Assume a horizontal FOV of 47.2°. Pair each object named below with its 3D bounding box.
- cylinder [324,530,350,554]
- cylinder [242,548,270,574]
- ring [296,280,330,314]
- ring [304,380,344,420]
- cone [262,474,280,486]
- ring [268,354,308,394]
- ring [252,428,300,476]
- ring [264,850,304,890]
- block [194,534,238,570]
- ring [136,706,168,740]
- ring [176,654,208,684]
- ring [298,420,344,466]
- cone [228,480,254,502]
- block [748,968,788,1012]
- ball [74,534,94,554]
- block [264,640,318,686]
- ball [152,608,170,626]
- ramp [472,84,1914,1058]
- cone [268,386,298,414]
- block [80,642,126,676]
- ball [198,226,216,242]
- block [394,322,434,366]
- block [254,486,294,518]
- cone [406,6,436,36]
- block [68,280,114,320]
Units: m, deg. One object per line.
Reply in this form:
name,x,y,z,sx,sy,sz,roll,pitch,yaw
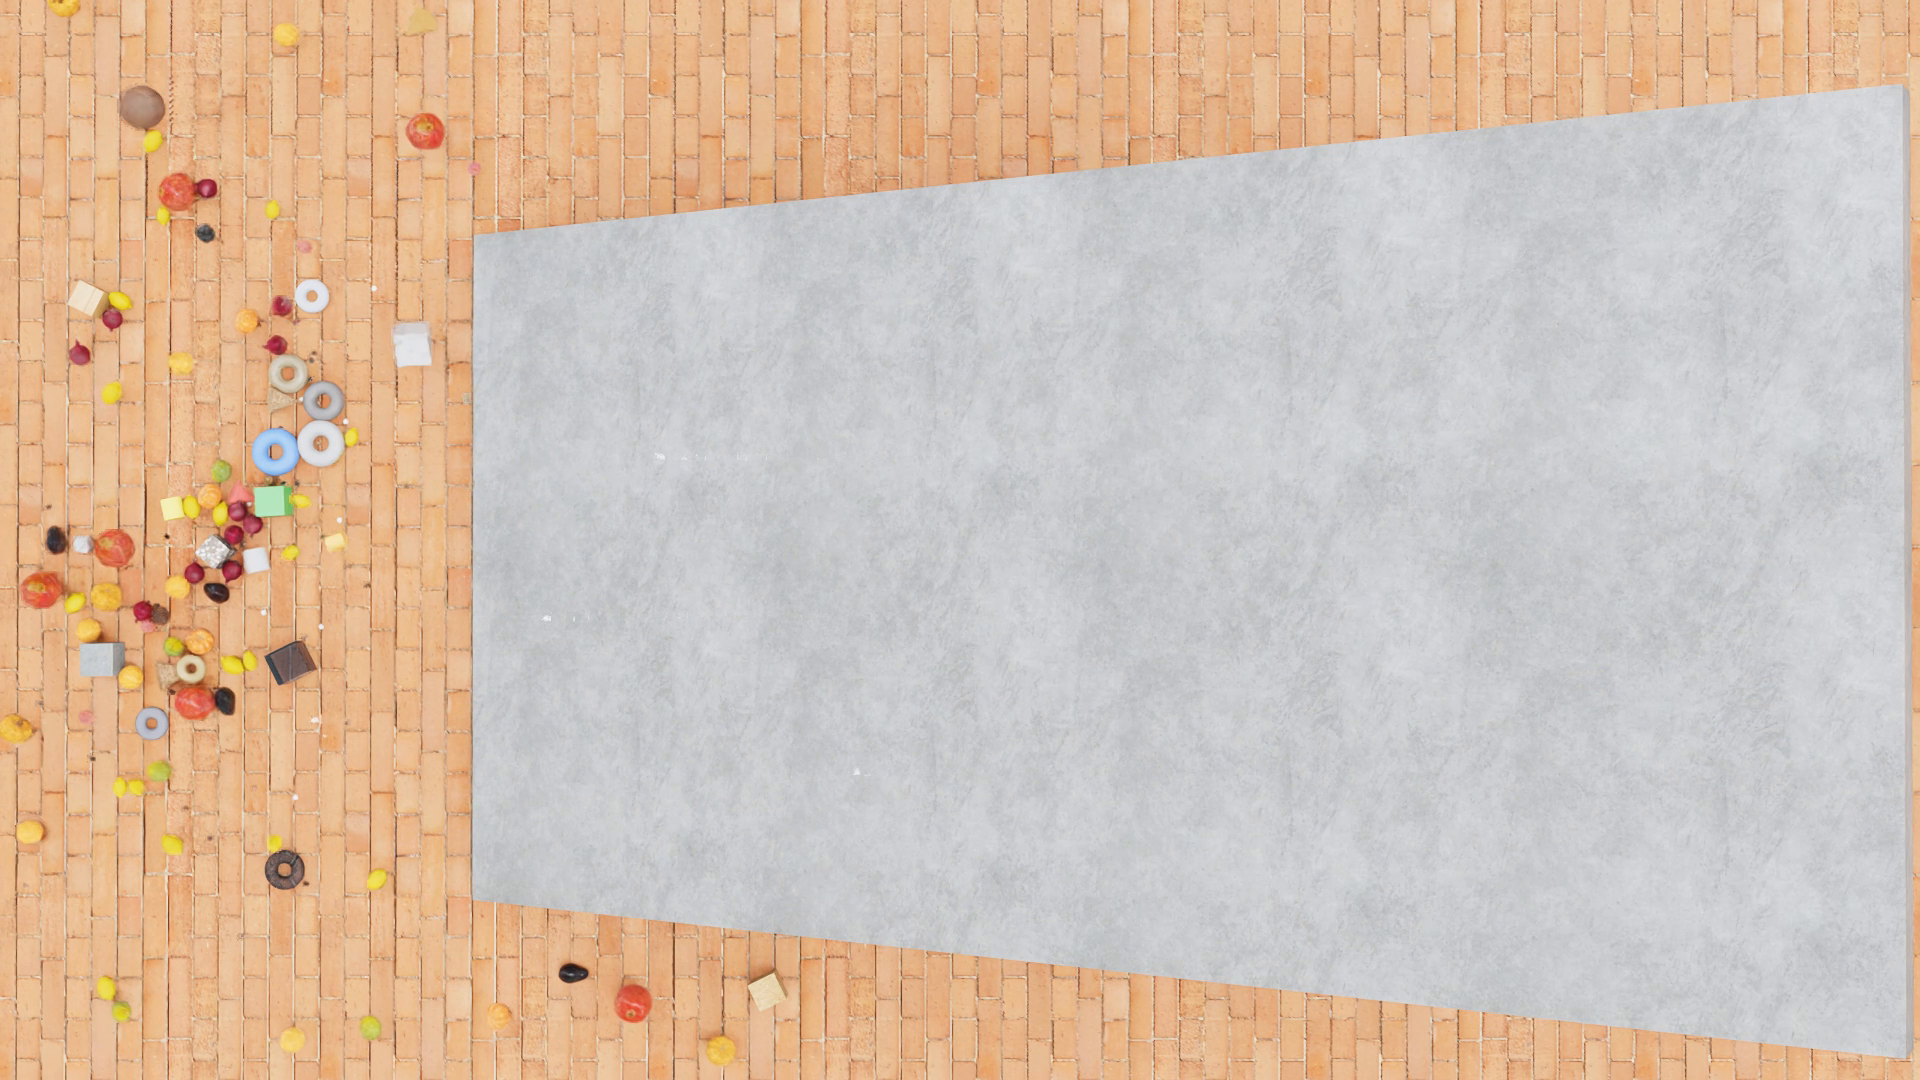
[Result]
cylinder,-1.891,0.007,6.674,0.053,0.053,0.053,-27,90,-22
cylinder,-2.135,0.063,6.666,0.069,0.069,0.069,-13,89,0
ring,-1.971,-0.742,6.691,0.104,0.035,0.104,0,91,0
ring,-1.933,-0.422,6.684,0.126,0.042,0.126,0,89,-1
cone,-2.100,-0.184,6.677,0.052,0.052,0.052,0,89,0
ring,-2.041,-0.506,6.686,0.123,0.041,0.123,0,91,-1
ring,-2.078,-0.267,6.680,0.145,0.048,0.145,0,88,1
ring,-2.049,1.001,6.672,0.122,0.041,0.122,0,90,-1
block,-2.252,0.035,6.663,0.076,0.076,0.076,41,90,0
ring,-2.454,0.557,6.679,0.103,0.034,0.103,0,88,1
ring,-2.330,0.390,6.670,0.090,0.030,0.090,8,72,-27
ring,-1.941,-0.294,6.680,0.144,0.048,0.144,0,90,-1
cone,-2.171,-0.135,6.685,0.077,0.077,0.077,24,89,-26
block,-0.580,1.359,6.645,0.087,0.087,0.087,-26,90,0
ball,-2.659,0.013,6.672,0.057,0.057,0.057,0,89,0
block,-2.023,0.372,6.648,0.099,0.099,0.099,-27,90,0
ball,-2.425,0.231,6.672,0.055,0.055,0.055,0,89,0
ramp,0.262,0.072,5.606,4.000,0.100,2.000,0,89,32
cone,-2.053,-0.422,6.685,0.088,0.088,0.088,-1,89,-27
block,-2.592,0.360,6.649,0.098,0.098,0.098,-1,89,0
ball,-2.291,-0.930,6.684,0.052,0.052,0.052,0,89,0
block,-1.644,-0.589,6.619,0.099,0.099,0.099,-5,115,-6
block,-2.077,-0.116,6.659,0.087,0.087,0.087,-3,89,0
cone,-1.658,-1.562,6.695,0.091,0.091,0.091,-34,90,26
block,-2.634,-0.728,6.667,0.082,0.082,0.082,27,90,0
